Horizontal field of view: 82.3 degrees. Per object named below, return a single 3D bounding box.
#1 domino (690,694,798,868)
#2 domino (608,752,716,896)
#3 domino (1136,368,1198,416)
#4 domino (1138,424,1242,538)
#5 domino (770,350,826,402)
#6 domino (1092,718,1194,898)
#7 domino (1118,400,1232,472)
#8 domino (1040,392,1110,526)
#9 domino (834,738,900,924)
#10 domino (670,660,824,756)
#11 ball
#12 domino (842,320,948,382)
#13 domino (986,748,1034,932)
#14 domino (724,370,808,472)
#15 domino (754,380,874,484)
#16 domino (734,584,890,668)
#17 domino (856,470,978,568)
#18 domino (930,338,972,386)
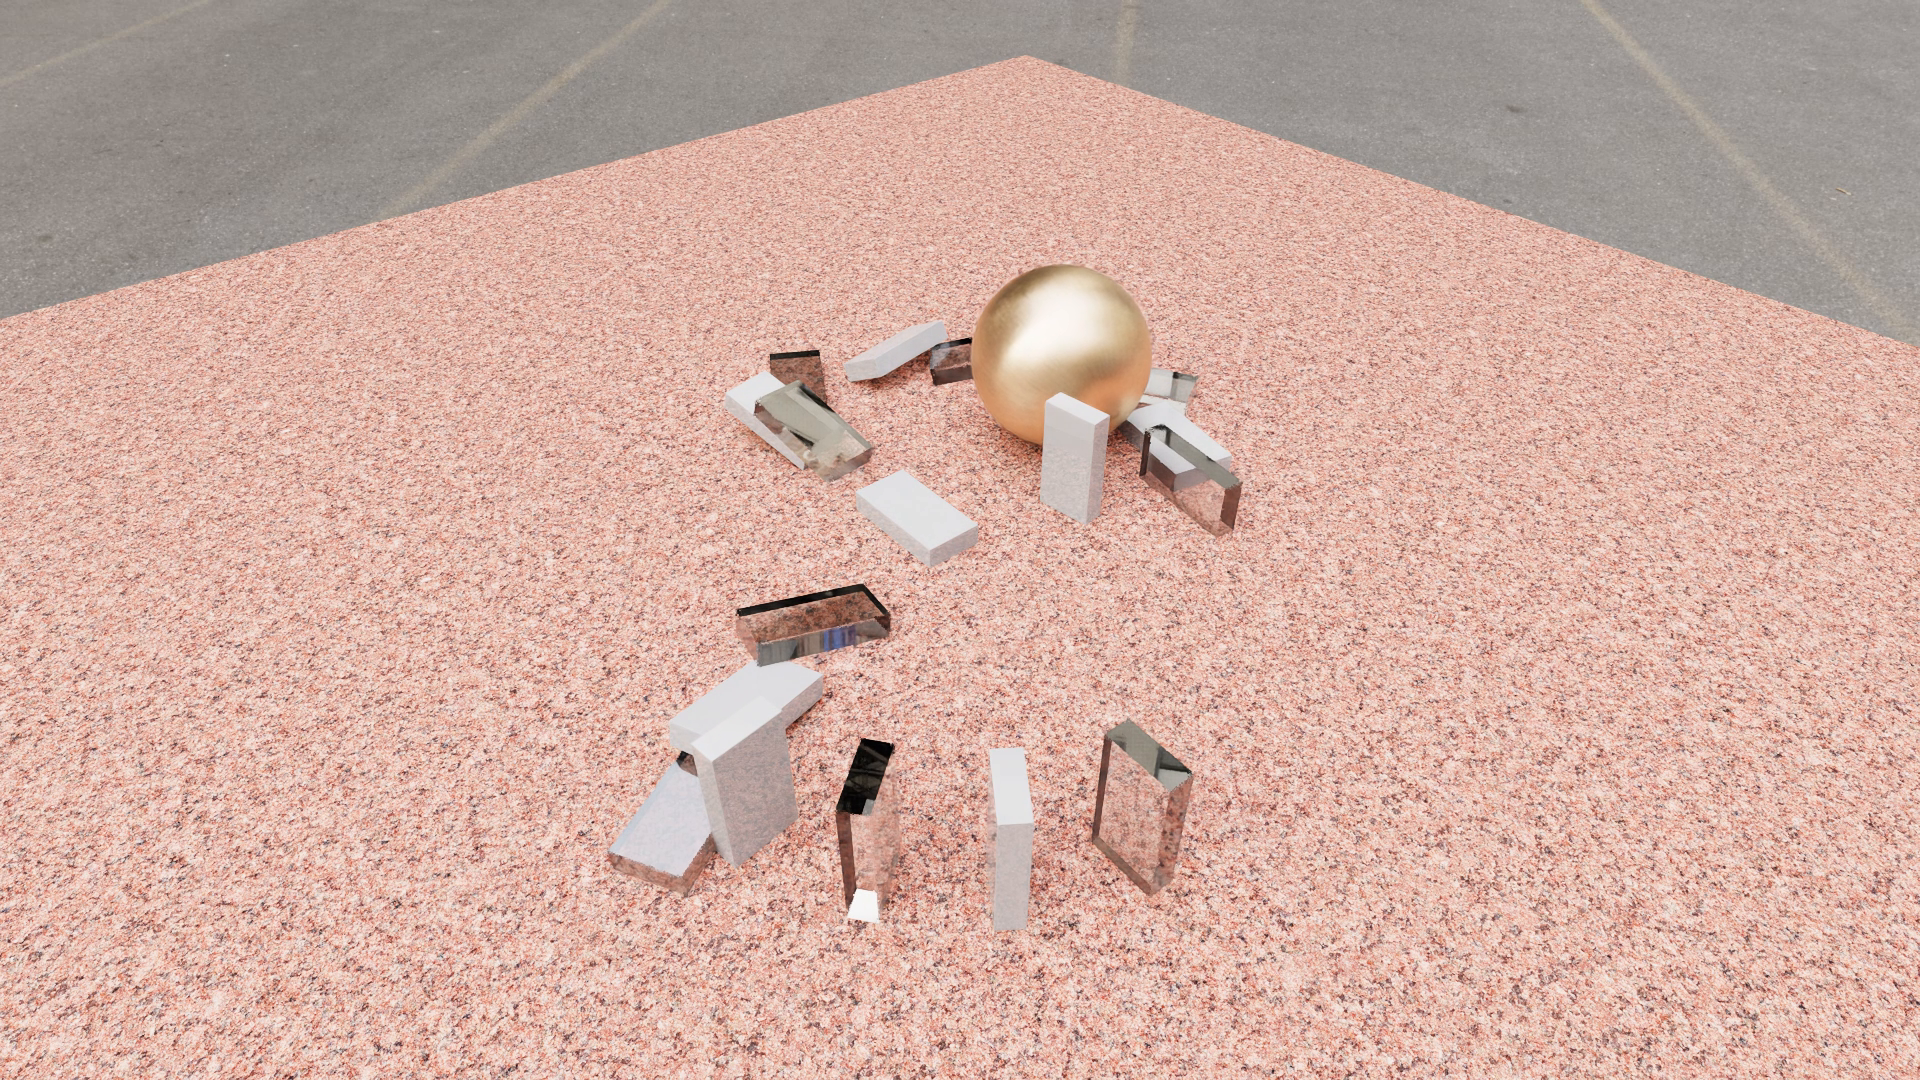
[{"bbox_3d":[-0.062,0.072,0.324,0.009,0.050,0.025,30,48,32],"label":"domino"},{"bbox_3d":[-0.083,0.083,0.342,0.025,0.009,0.050,14,41,16],"label":"domino"},{"bbox_3d":[0.088,-0.074,0.534,0.050,0.010,0.025,15,42,17],"label":"domino"},{"bbox_3d":[0.096,-0.026,0.462,0.010,0.025,0.050,-21,44,-24],"label":"domino"},{"bbox_3d":[-0.079,-0.075,0.535,0.025,0.009,0.050,-6,40,-7],"label":"domino"},{"bbox_3d":[0.052,0.078,0.317,0.009,0.050,0.025,-26,46,-28],"label":"domino"},{"bbox_3d":[0.097,-0.044,0.497,0.025,0.010,0.050,-18,43,-21],"label":"domino"},{"bbox_3d":[0.047,-0.033,0.452,0.025,0.050,0.009,31,48,32],"label":"domino"},{"bbox_3d":[-0.025,0.083,0.311,0.009,0.050,0.025,8,40,9],"label":"domino"},{"bbox_3d":[-0.070,0.056,0.365,0.025,0.010,0.050,17,28,22],"label":"domino"},{"bbox_3d":[0.045,-0.081,0.487,0.080,0.080,0.080,0,39,0],"label":"ball"},{"bbox_3d":[-0.032,-0.095,0.551,0.025,0.009,0.050,1,30,47],"label":"domino"},{"bbox_3d":[0.014,0.084,0.308,0.009,0.050,0.025,-2,39,-3],"label":"domino"},{"bbox_3d":[-0.080,-0.055,0.499,0.050,0.010,0.025,38,50,16],"label":"domino"},{"bbox_3d":[-0.065,-0.048,0.486,0.050,0.010,0.025,42,52,19],"label":"domino"},{"bbox_3d":[-0.053,0.030,0.398,0.050,0.009,0.025,-11,30,-27],"label":"domino"},{"bbox_3d":[-0.018,-0.010,0.455,0.025,0.010,0.050,-28,47,-30],"label":"domino"},{"bbox_3d":[0.011,-0.092,0.546,0.050,0.009,0.025,-10,38,9],"label":"domino"}]
